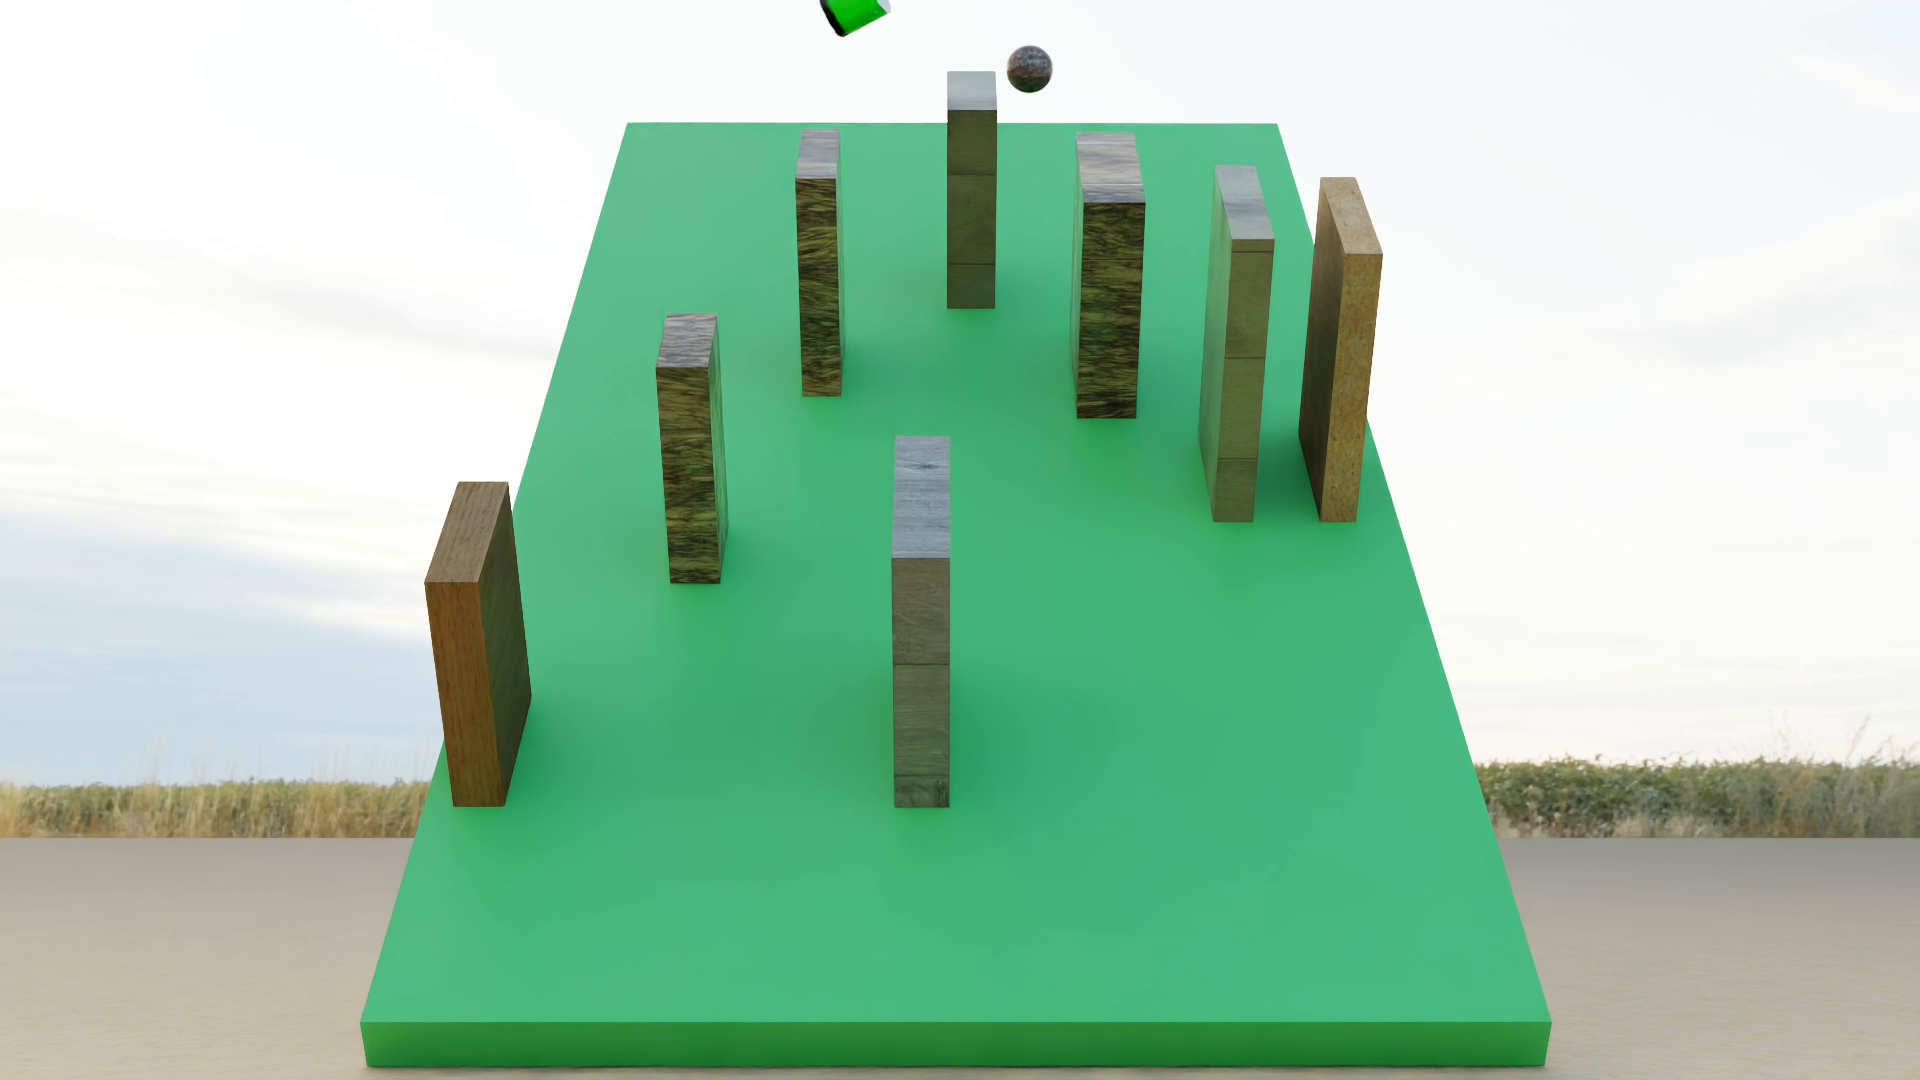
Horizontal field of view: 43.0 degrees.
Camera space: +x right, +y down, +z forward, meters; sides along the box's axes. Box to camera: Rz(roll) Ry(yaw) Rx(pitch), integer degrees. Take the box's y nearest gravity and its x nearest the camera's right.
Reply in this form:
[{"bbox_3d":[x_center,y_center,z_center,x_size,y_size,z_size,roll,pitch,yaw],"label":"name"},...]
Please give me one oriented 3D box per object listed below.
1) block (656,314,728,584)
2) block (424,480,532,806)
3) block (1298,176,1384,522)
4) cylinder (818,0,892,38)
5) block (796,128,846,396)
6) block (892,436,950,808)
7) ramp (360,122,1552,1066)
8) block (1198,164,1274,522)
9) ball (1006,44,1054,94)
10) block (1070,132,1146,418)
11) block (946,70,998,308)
[{"bbox_3d":[-0.570,-0.194,5.220,0.107,0.524,0.249,0,32,0],"label":"block"},{"bbox_3d":[-0.905,0.195,4.607,0.096,0.500,0.357,0,32,0],"label":"block"},{"bbox_3d":[0.850,-0.429,5.481,0.080,0.660,0.409,0,32,0],"label":"block"},{"bbox_3d":[-0.312,-1.591,7.202,0.158,0.158,0.158,-24,-15,18],"label":"cylinder"},{"bbox_3d":[-0.339,-0.676,5.958,0.095,0.575,0.303,0,32,0],"label":"block"},{"bbox_3d":[-0.071,0.152,4.631,0.104,0.554,0.443,0,32,0],"label":"block"},{"bbox_3d":[-0.014,-0.195,5.821,2.000,0.100,4.000,0,32,0],"label":"ramp"},{"bbox_3d":[0.614,-0.440,5.466,0.089,0.693,0.399,0,32,0],"label":"block"},{"bbox_3d":[0.203,-1.373,7.109,0.142,0.142,0.142,0,-7,0],"label":"ball"},{"bbox_3d":[0.353,-0.644,5.921,0.142,0.564,0.422,0,32,0],"label":"block"},{"bbox_3d":[0.029,-0.913,6.369,0.126,0.552,0.271,0,32,0],"label":"block"}]
